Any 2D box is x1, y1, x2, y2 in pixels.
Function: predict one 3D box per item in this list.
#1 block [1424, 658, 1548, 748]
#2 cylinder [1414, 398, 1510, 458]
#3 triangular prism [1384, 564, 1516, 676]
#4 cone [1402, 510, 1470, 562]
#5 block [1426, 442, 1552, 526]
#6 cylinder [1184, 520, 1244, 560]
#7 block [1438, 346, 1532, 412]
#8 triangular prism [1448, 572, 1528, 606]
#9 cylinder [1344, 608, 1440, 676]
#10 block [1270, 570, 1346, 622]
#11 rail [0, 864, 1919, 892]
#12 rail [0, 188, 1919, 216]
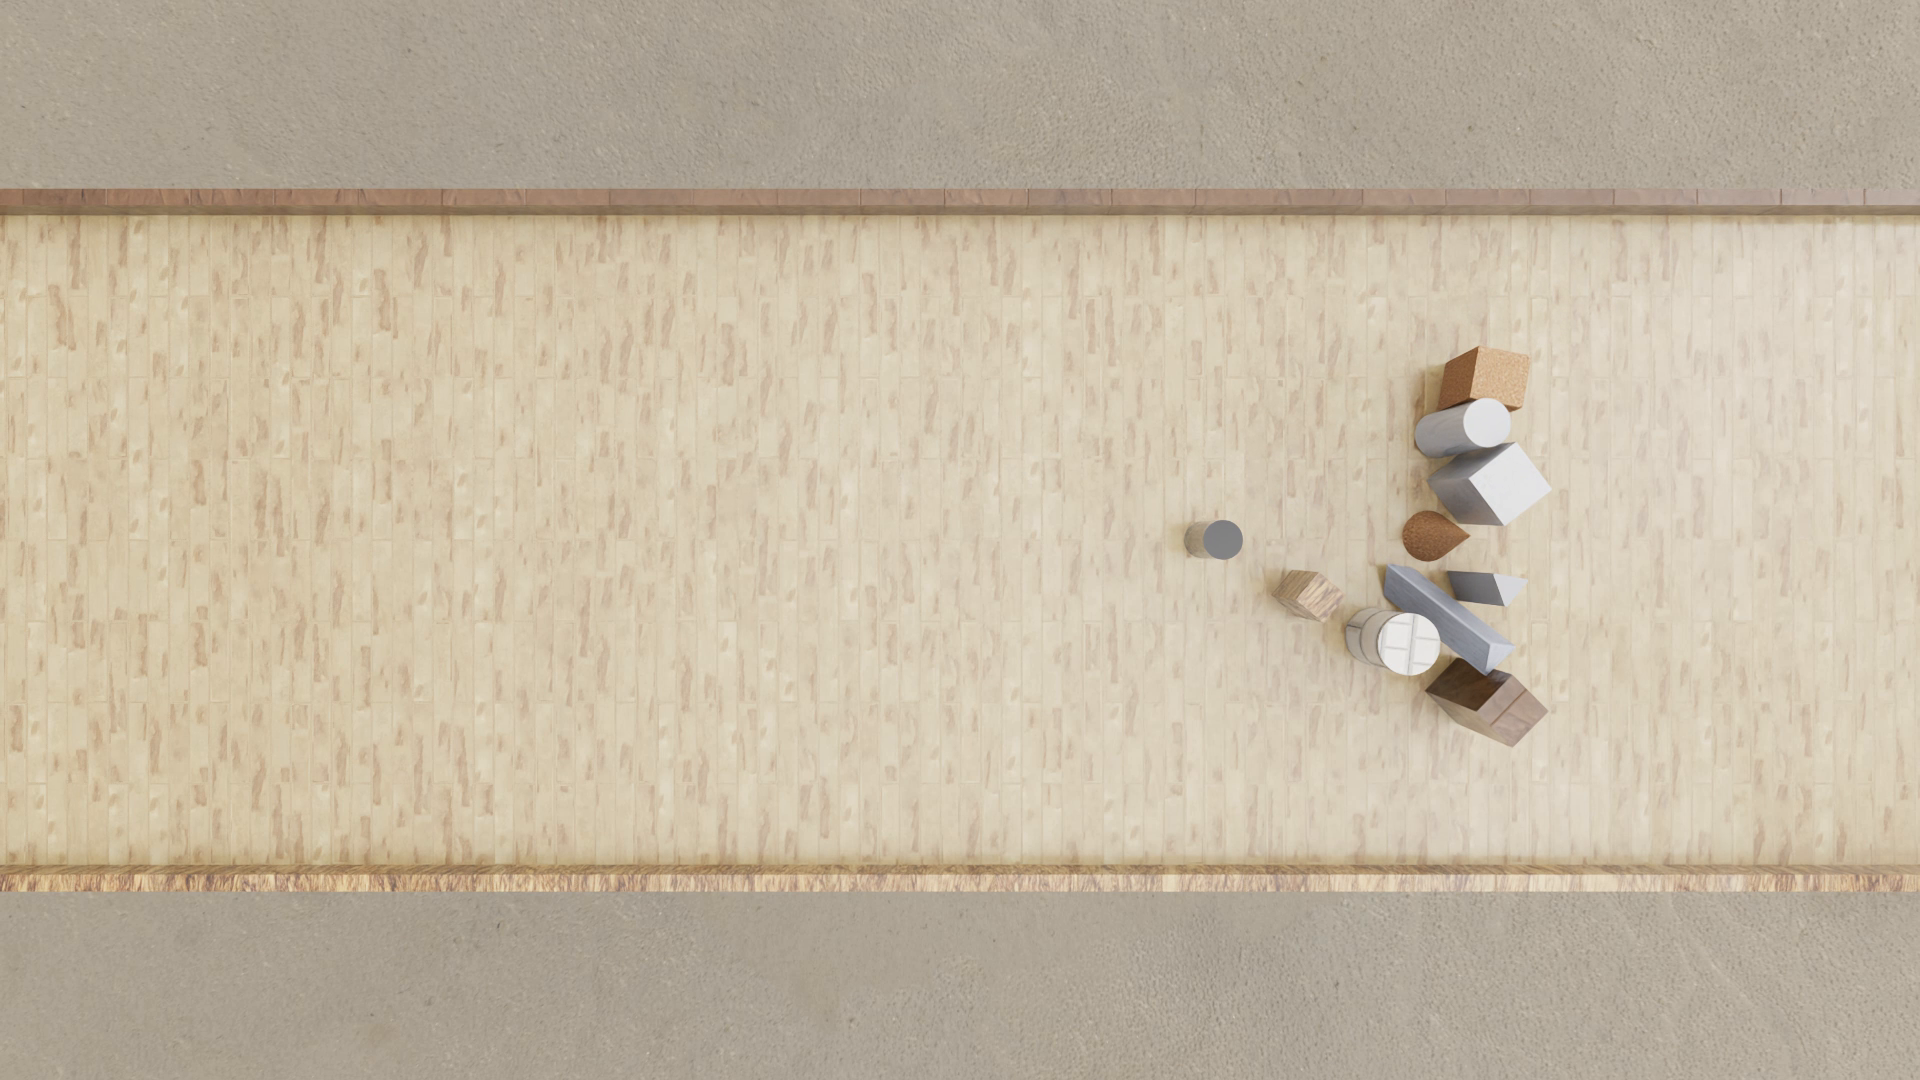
[{"bbox_3d":[1.540,0.471,4.847,0.146,0.452,0.146,45,90,-3],"label":"block"},{"bbox_3d":[1.485,-0.328,4.886,0.141,0.368,0.141,0,88,-6],"label":"cylinder"},{"bbox_3d":[1.453,0.216,4.898,0.105,0.441,0.121,-21,130,-21],"label":"triangular prism"},{"bbox_3d":[1.440,-0.012,4.861,0.157,0.431,0.157,0,90,0],"label":"cone"},{"bbox_3d":[1.555,-0.164,4.872,0.170,0.405,0.170,-38,92,0],"label":"block"},{"bbox_3d":[0.746,0.000,4.877,0.114,0.399,0.114,0,90,0],"label":"cylinder"},{"bbox_3d":[1.558,-0.463,4.914,0.155,0.317,0.155,11,87,0],"label":"block"},{"bbox_3d":[1.533,0.123,4.854,0.084,0.445,0.097,40,90,0],"label":"triangular prism"},{"bbox_3d":[1.272,0.295,4.873,0.176,0.407,0.176,0,90,0],"label":"cylinder"},{"bbox_3d":[1.029,0.163,4.887,0.103,0.380,0.103,40,90,0],"label":"block"},{"bbox_3d":[-2.247,1.025,5.001,12.000,0.150,0.050,0,90,0],"label":"rail"},{"bbox_3d":[-2.247,-1.025,5.002,12.000,0.150,0.050,0,90,0],"label":"rail"}]
